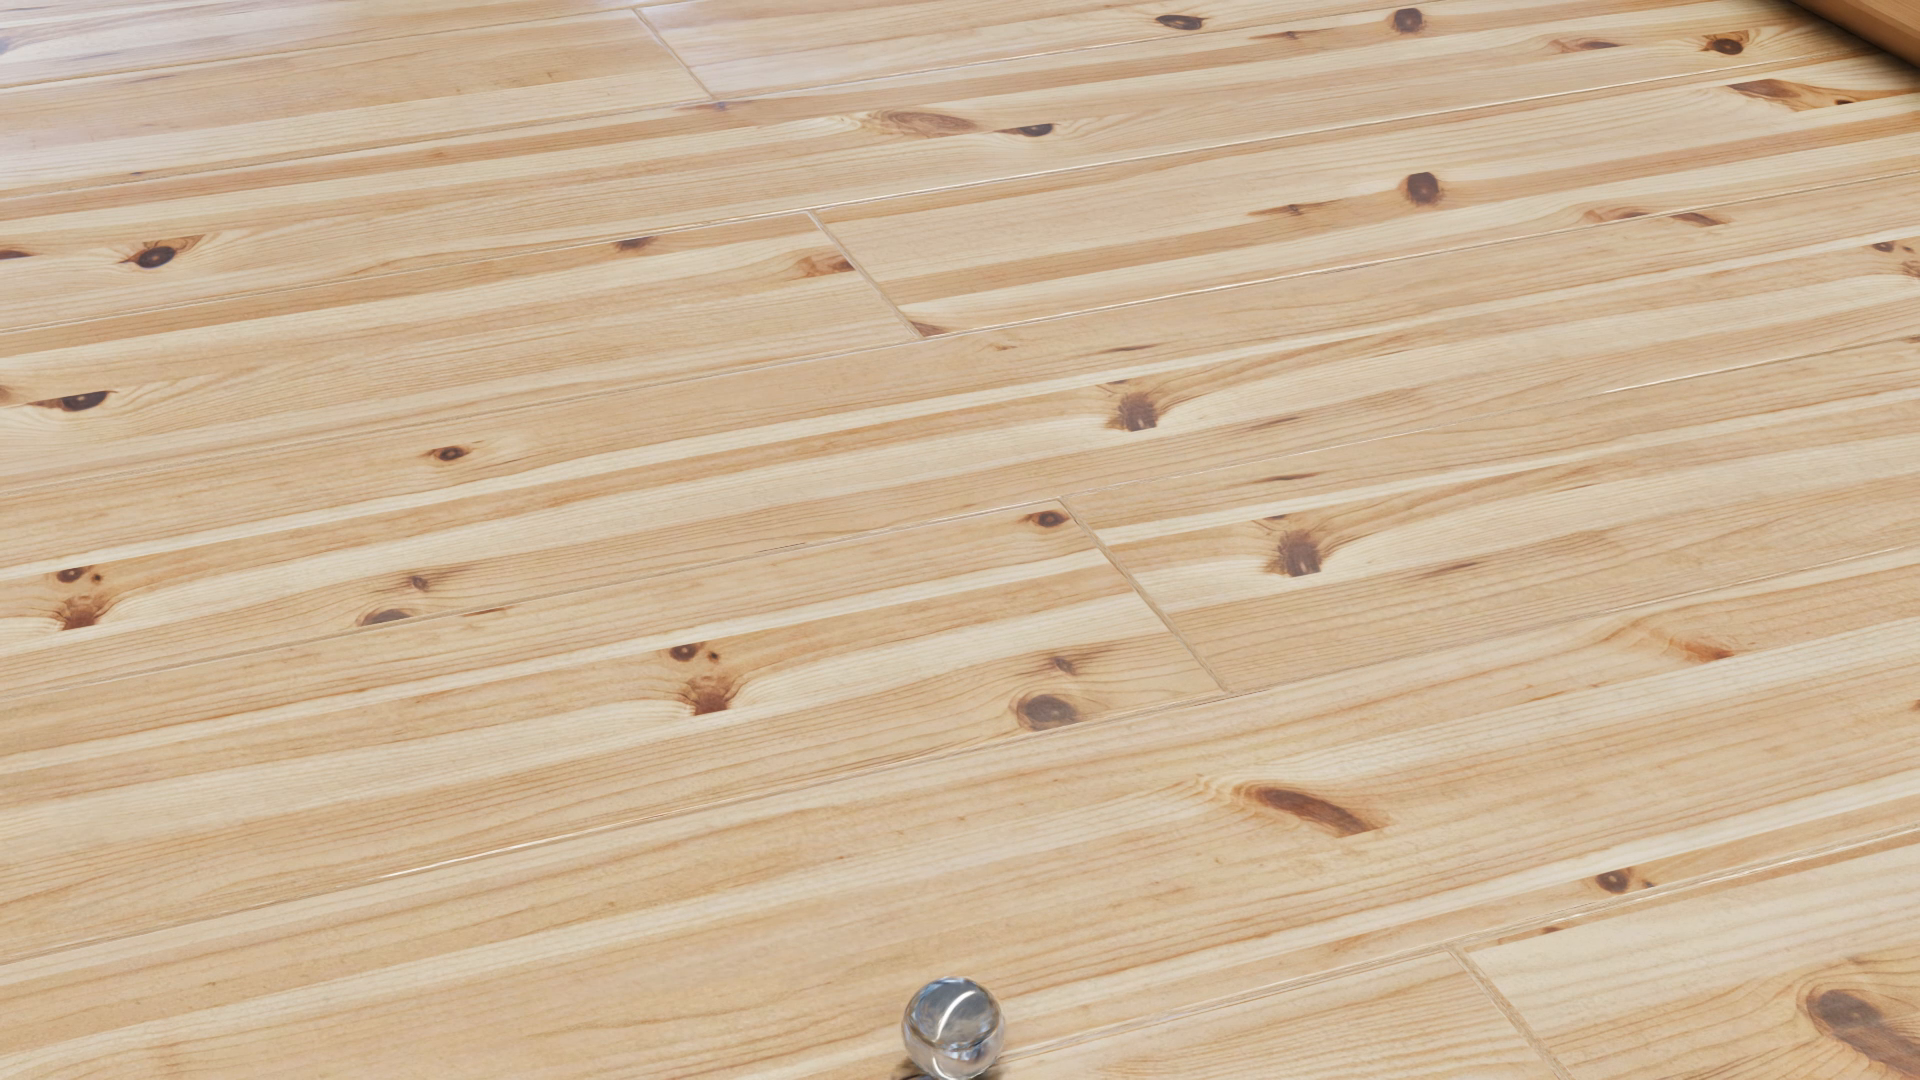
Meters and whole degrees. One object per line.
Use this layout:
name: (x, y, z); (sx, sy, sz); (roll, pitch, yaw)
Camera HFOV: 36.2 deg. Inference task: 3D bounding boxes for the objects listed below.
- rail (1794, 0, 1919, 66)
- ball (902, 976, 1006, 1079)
rail: (0.628, -0.684, 2.936); (0.045, 0.099, 4.096); (-11, 31, -18)
ball: (-0.003, 0.229, 1.380); (0.049, 0.049, 0.049); (0, 30, 0)
